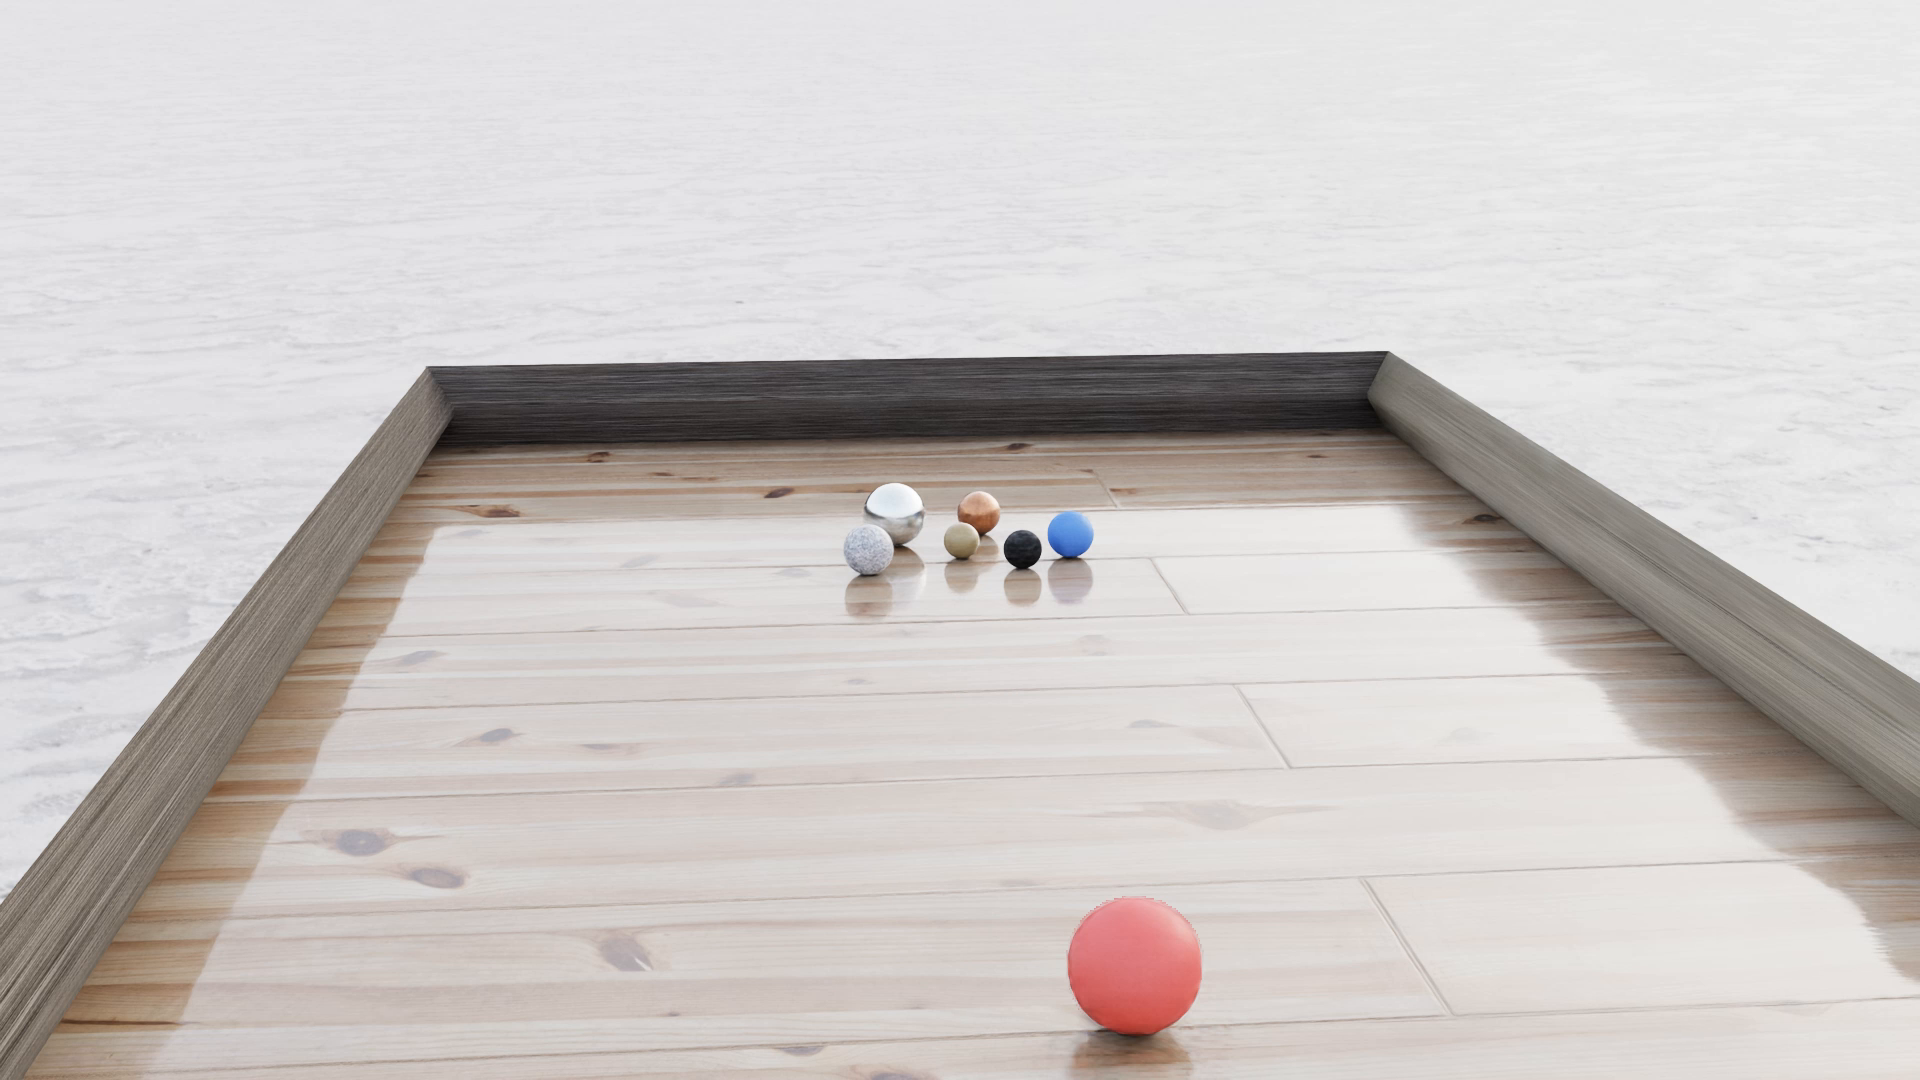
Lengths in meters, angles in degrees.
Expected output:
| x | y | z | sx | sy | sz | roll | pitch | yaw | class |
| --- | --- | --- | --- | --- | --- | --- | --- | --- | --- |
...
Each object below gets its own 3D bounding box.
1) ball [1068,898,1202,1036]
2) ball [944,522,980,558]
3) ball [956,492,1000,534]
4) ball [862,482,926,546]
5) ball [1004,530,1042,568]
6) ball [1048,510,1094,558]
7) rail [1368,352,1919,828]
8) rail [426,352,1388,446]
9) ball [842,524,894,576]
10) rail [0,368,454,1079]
| x | y | z | sx | sy | sz | roll | pitch | yaw | class |
| --- | --- | --- | --- | --- | --- | --- | --- | --- | --- |
| 0.124 | 0.301 | 1.553 | 0.096 | 0.096 | 0.096 | 0 | 15 | 0 | ball |
| 0.002 | 0.001 | 2.777 | 0.046 | 0.046 | 0.046 | 0 | 15 | 0 | ball |
| 0.025 | -0.036 | 2.890 | 0.057 | 0.057 | 0.057 | 0 | 15 | 0 | ball |
| -0.084 | -0.033 | 2.833 | 0.081 | 0.081 | 0.081 | 0 | 15 | 0 | ball |
| 0.078 | 0.011 | 2.732 | 0.048 | 0.048 | 0.048 | 0 | 15 | 0 | ball |
| 0.140 | -0.007 | 2.781 | 0.059 | 0.059 | 0.059 | 0 | 15 | 0 | ball |
| 0.798 | 0.143 | 2.088 | 0.045 | 0.124 | 2.997 | -1 | 15 | -5 | rail |
| -0.065 | -0.219 | 3.443 | 1.515 | 0.124 | 0.045 | -1 | 15 | -5 | rail |
| -0.113 | 0.012 | 2.702 | 0.062 | 0.062 | 0.062 | 0 | 15 | 0 | ball |
| -0.664 | 0.177 | 1.960 | 0.045 | 0.124 | 2.997 | -1 | 15 | -5 | rail |
